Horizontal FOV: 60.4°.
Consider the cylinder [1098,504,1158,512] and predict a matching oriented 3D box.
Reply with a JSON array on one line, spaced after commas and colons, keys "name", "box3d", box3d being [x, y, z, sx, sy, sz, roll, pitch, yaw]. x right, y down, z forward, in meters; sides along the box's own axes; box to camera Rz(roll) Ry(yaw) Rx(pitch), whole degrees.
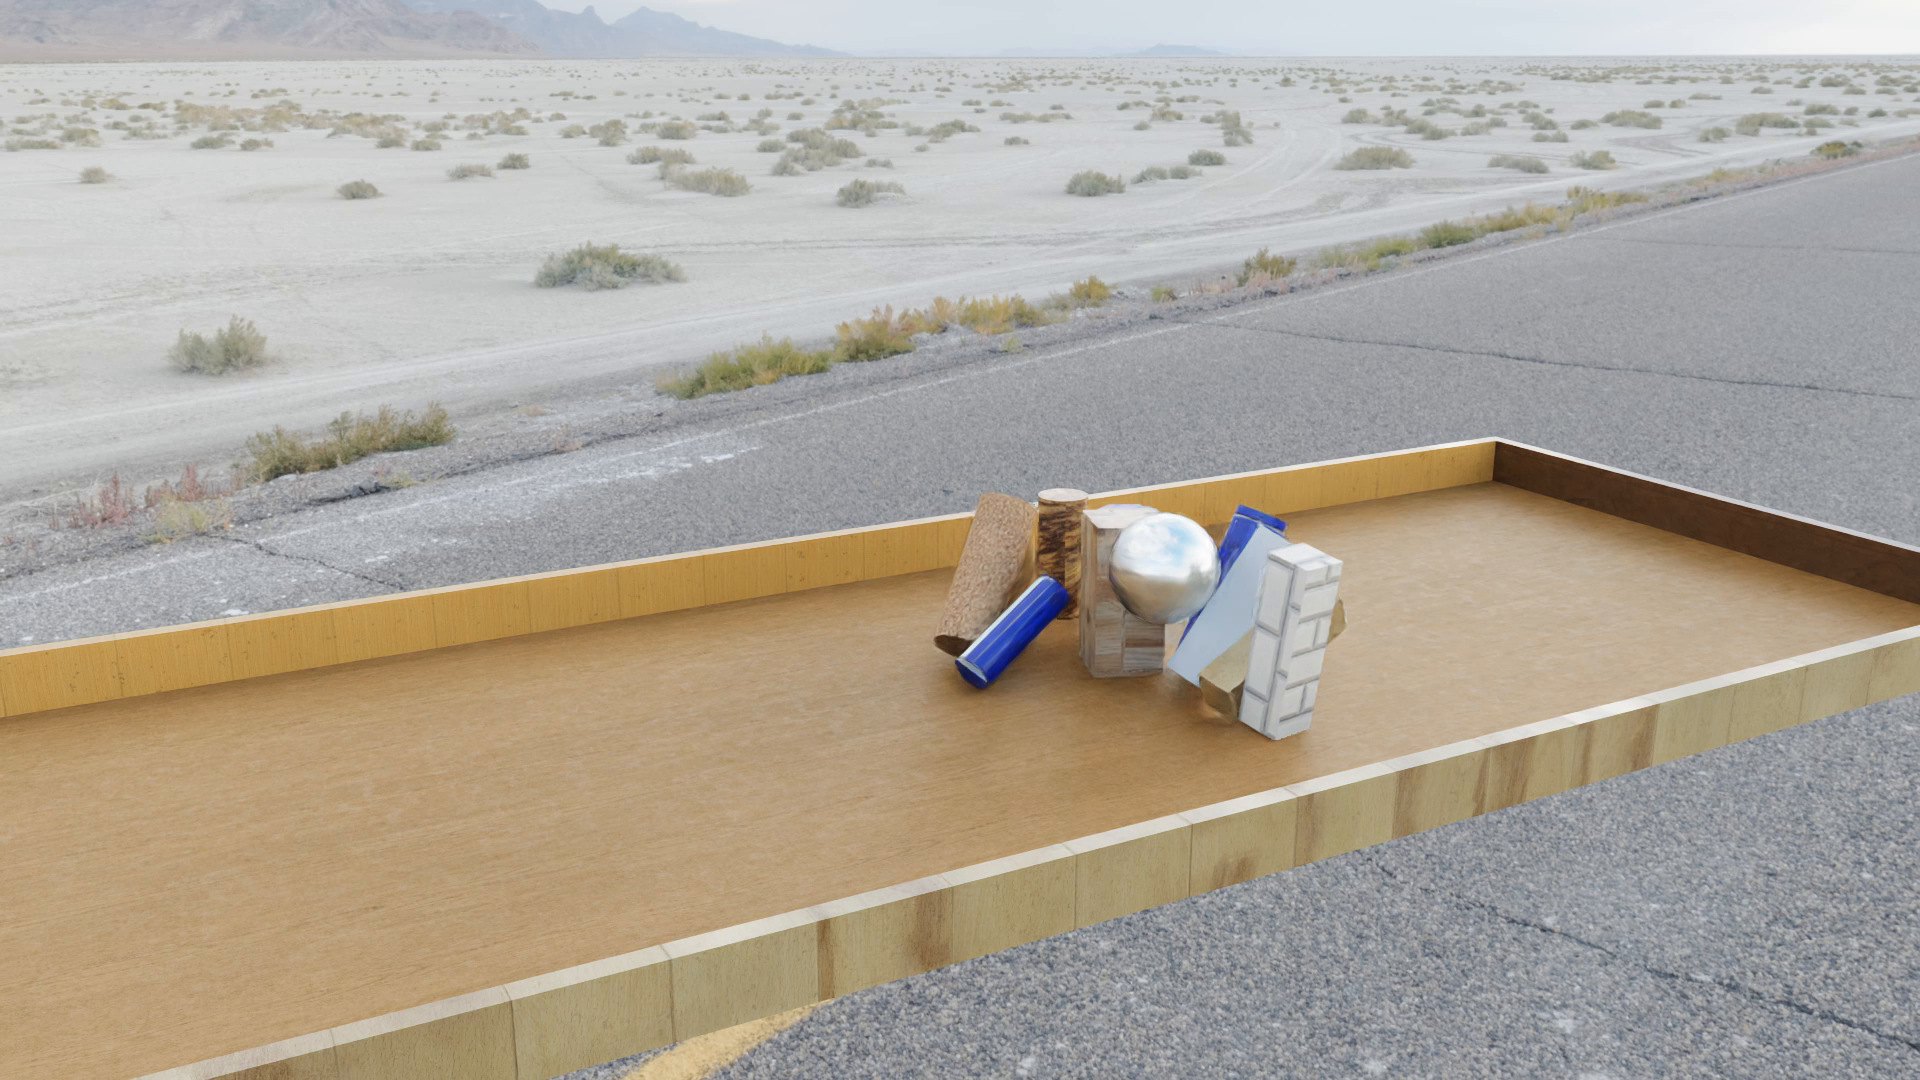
[{"name": "cylinder", "box3d": [0.440, 0.098, 4.384, 0.166, 0.357, 0.166, 0, 16, 0]}]

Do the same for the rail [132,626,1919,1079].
[{"name": "rail", "box3d": [-2.336, 1.006, 1.665, 12.000, 0.150, 0.050, -9, 18, -27]}]

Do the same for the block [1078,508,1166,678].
[{"name": "block", "box3d": [0.415, 0.132, 4.207, 0.180, 0.392, 0.180, -2, 16, -8]}]

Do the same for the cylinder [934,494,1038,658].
[{"name": "cylinder", "box3d": [0.068, 0.097, 4.297, 0.158, 0.416, 0.158, 16, -23, 7]}]

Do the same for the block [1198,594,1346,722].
[{"name": "block", "box3d": [0.749, 0.264, 3.943, 0.386, 0.103, 0.103, -37, 42, -20]}]

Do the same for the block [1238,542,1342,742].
[{"name": "block", "box3d": [0.753, 0.234, 3.774, 0.117, 0.430, 0.117, -12, 29, -36]}]

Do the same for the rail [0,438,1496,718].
[{"name": "rail", "box3d": [-3.305, 0.497, 3.399, 12.000, 0.150, 0.050, -9, 18, -27]}]

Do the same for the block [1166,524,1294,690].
[{"name": "block", "box3d": [0.667, 0.171, 4.014, 0.120, 0.410, 0.120, 34, 0, 10]}]

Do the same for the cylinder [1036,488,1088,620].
[{"name": "cylinder", "box3d": [0.286, 0.038, 4.619, 0.139, 0.341, 0.139, 0, 16, 0]}]

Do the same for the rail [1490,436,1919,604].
[{"name": "rail", "box3d": [2.466, -0.048, 5.253, 0.050, 0.150, 2.100, -9, 18, -27]}]

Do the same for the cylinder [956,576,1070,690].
[{"name": "cylinder", "box3d": [0.135, 0.230, 4.148, 0.102, 0.102, 0.328, 17, 50, 44]}]

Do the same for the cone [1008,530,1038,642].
[{"name": "cone", "box3d": [0.168, 0.106, 4.405, 0.136, 0.306, 0.136, 10, 5, -1]}]

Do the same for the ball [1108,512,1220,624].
[{"name": "ball", "box3d": [0.491, 0.068, 3.961, 0.269, 0.269, 0.269, 0, 16, 0]}]

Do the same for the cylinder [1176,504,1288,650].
[{"name": "cylinder", "box3d": [0.680, 0.129, 4.152, 0.133, 0.417, 0.133, 23, 0, 0]}]
